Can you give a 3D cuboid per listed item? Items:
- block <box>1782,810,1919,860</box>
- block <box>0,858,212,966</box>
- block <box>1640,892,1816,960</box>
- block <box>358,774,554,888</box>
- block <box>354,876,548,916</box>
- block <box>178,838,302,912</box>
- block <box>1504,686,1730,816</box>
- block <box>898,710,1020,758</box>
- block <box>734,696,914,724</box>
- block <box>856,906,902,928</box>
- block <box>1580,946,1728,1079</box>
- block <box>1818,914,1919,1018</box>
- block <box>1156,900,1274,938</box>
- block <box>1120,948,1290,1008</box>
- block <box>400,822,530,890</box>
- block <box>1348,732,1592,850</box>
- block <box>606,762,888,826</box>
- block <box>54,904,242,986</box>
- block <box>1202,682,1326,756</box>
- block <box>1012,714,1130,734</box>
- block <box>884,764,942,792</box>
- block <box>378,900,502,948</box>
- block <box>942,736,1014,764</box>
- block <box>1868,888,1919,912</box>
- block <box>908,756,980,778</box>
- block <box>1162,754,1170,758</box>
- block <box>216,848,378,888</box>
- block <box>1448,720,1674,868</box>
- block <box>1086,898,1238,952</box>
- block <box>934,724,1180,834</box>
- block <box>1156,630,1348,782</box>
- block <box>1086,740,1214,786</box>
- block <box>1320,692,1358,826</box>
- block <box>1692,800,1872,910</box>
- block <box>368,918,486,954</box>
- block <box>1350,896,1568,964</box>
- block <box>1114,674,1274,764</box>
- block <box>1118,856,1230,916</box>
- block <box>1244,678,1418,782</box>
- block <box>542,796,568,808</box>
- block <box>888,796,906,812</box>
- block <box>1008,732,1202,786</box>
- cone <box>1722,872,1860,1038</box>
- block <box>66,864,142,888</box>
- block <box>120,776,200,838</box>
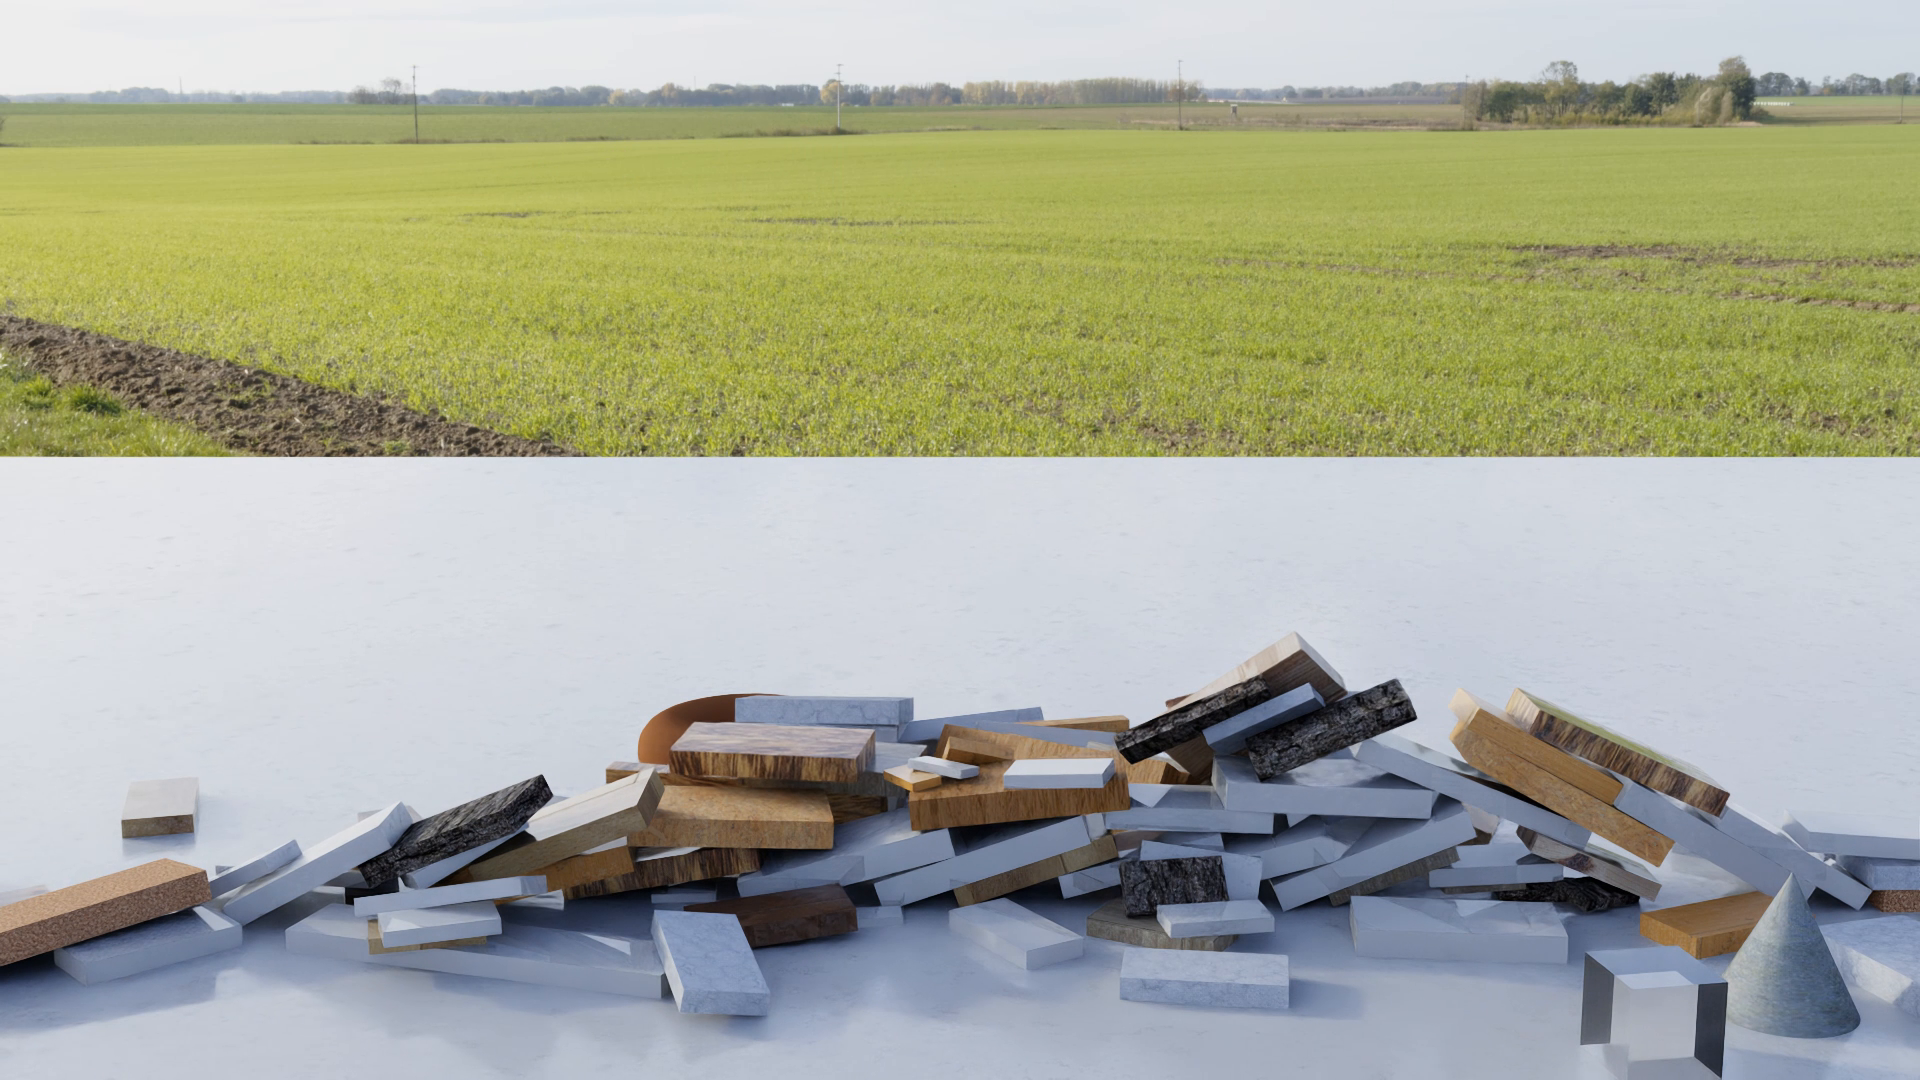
[{"bbox_3d":[1.536,0.490,3.626,0.315,0.035,0.122,4,11,1],"label":"block"},{"bbox_3d":[-1.406,0.588,3.385,0.450,0.049,0.172,-15,10,-39],"label":"block"},{"bbox_3d":[1.213,0.608,3.477,0.245,0.035,0.122,-5,12,-25],"label":"block"},{"bbox_3d":[-0.803,0.463,3.506,0.288,0.041,0.144,-22,10,20],"label":"block"},{"bbox_3d":[-0.785,0.549,3.394,0.274,0.028,0.099,-9,-10,11],"label":"block"},{"bbox_3d":[-1.179,0.549,3.588,0.193,0.027,0.096,-25,3,17],"label":"block"},{"bbox_3d":[1.082,0.348,3.629,0.346,0.043,0.153,24,9,-4],"label":"block"},{"bbox_3d":[-0.050,0.408,4.240,0.311,0.156,0.044,-5,50,-24],"label":"block"},{"bbox_3d":[-0.255,0.321,4.165,0.311,0.044,0.156,0,-2,9],"label":"block"},{"bbox_3d":[-0.146,0.607,3.539,0.104,0.015,0.052,-1,11,-6],"label":"block"},{"bbox_3d":[0.943,0.646,2.993,0.137,0.137,0.137,-2,11,-10],"label":"block"},{"bbox_3d":[1.454,0.653,3.194,0.178,0.050,0.451,-3,11,-17],"label":"block"},{"bbox_3d":[0.398,0.591,3.433,0.166,0.023,0.083,-2,11,-10],"label":"block"},{"bbox_3d":[0.363,0.648,3.261,0.245,0.035,0.122,1,11,8],"label":"block"},{"bbox_3d":[-0.794,0.494,3.519,0.198,0.028,0.099,-30,11,-27],"label":"block"},{"bbox_3d":[0.840,0.403,3.650,0.406,0.039,0.137,22,9,-2],"label":"block"},{"bbox_3d":[-0.375,0.481,3.857,0.507,0.144,0.041,3,14,14],"label":"block"},{"bbox_3d":[-1.251,0.623,3.394,0.245,0.035,0.122,-10,14,-42],"label":"block"},{"bbox_3d":[0.514,0.304,3.698,0.195,0.028,0.098,-26,-25,13],"label":"block"},{"bbox_3d":[0.192,0.416,4.234,0.270,0.135,0.038,-3,10,-15],"label":"block"},{"bbox_3d":[-0.079,0.395,3.656,0.054,0.015,0.107,-12,12,-27],"label":"block"},{"bbox_3d":[-0.787,0.580,3.325,0.173,0.024,0.086,-4,11,-20],"label":"block"},{"bbox_3d":[0.008,0.446,3.786,0.113,0.227,0.032,12,32,-9],"label":"block"},{"bbox_3d":[1.640,0.573,3.649,0.280,0.040,0.140,0,11,-2],"label":"block"},{"bbox_3d":[-0.028,0.378,3.659,0.107,0.015,0.054,8,5,34],"label":"block"},{"bbox_3d":[0.473,0.453,4.116,0.135,0.038,0.270,-27,25,-20],"label":"block"},{"bbox_3d":[-1.094,0.550,3.689,0.288,0.026,0.091,1,11,13],"label":"block"},{"bbox_3d":[0.992,0.411,3.640,0.355,0.050,0.178,29,9,-2],"label":"block"},{"bbox_3d":[0.320,0.612,3.469,0.214,0.030,0.107,6,12,28],"label":"block"},{"bbox_3d":[0.150,0.447,3.936,0.496,0.167,0.047,6,-21,39],"label":"block"},{"bbox_3d":[0.490,0.287,3.753,0.306,0.153,0.043,-34,38,20],"label":"block"},{"bbox_3d":[0.340,0.466,3.910,0.317,0.158,0.045,9,-20,40],"label":"block"},{"bbox_3d":[0.665,0.408,3.897,0.153,0.043,0.307,2,54,2],"label":"block"},{"bbox_3d":[1.354,0.506,3.638,0.280,0.040,0.140,30,9,-5],"label":"block"},{"bbox_3d":[-0.814,0.598,3.359,0.173,0.024,0.086,-3,11,-15],"label":"block"},{"bbox_3d":[0.777,0.609,3.445,0.317,0.043,0.153,1,11,6],"label":"block"},{"bbox_3d":[0.392,0.300,3.667,0.266,0.028,0.098,-24,-25,9],"label":"block"},{"bbox_3d":[0.341,0.550,3.497,0.166,0.083,0.023,-2,-26,-11],"label":"block"},{"bbox_3d":[0.609,0.312,3.624,0.274,0.039,0.137,-23,8,6],"label":"block"},{"bbox_3d":[-0.750,0.502,4.067,0.193,0.027,0.096,5,12,24],"label":"block"},{"bbox_3d":[-0.266,0.458,3.957,0.333,0.166,0.047,3,-32,15],"label":"block"},{"bbox_3d":[0.227,0.461,3.933,0.406,0.158,0.045,9,-19,40],"label":"block"},{"bbox_3d":[1.192,0.577,3.167,0.209,0.209,0.209,0,11,0],"label":"cone"},{"bbox_3d":[-1.422,0.583,3.629,0.100,0.028,0.200,-2,11,-10],"label":"block"},{"bbox_3d":[-1.483,0.495,4.085,0.122,0.035,0.245,-3,11,-16],"label":"block"}]
